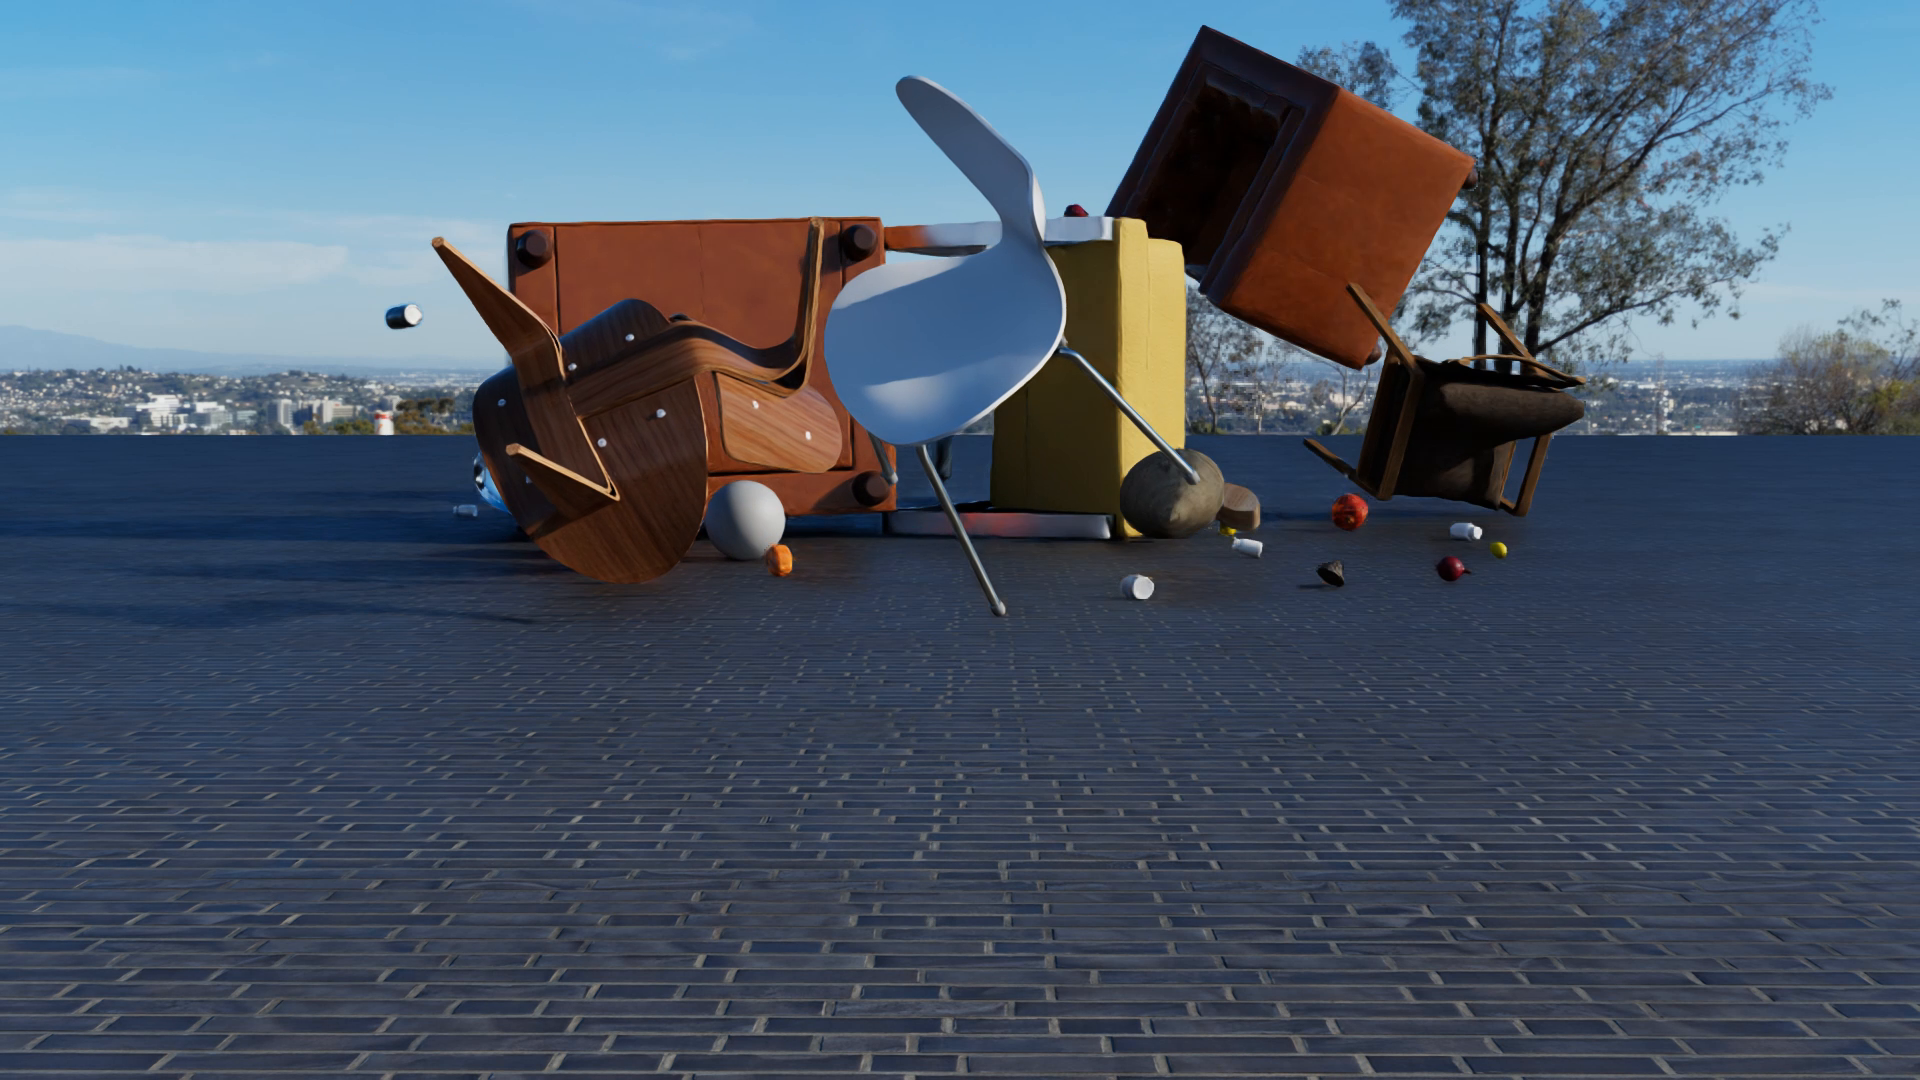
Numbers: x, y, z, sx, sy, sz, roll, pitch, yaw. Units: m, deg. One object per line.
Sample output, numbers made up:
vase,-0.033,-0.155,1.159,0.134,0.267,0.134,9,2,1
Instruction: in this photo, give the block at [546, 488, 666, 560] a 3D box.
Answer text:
block,-0.952,-0.046,5.930,0.199,0.176,0.276,2,4,23

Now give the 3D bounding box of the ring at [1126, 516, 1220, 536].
ring,0.682,-0.087,6.755,0.358,0.072,0.218,-15,25,-1

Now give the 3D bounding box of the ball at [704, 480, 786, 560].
ball,-0.563,-0.052,5.765,0.210,0.210,0.210,0,4,0

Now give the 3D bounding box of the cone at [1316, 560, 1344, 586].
cone,0.852,0.064,4.994,0.067,0.050,0.076,21,-20,28

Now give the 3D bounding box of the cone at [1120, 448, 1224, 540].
cone,0.613,-0.094,6.386,0.297,0.353,0.121,21,39,-9

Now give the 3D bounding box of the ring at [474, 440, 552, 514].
ring,-1.610,-0.227,7.913,0.314,0.280,0.145,10,32,31

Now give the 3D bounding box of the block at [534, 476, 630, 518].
block,-1.326,-0.152,7.732,0.298,0.141,0.195,0,4,2

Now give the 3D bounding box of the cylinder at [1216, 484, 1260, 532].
cylinder,0.831,-0.098,6.607,0.147,0.094,0.092,26,60,26

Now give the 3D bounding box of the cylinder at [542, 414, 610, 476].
cylinder,-1.356,-0.335,7.770,0.173,0.185,0.286,-14,11,-20
